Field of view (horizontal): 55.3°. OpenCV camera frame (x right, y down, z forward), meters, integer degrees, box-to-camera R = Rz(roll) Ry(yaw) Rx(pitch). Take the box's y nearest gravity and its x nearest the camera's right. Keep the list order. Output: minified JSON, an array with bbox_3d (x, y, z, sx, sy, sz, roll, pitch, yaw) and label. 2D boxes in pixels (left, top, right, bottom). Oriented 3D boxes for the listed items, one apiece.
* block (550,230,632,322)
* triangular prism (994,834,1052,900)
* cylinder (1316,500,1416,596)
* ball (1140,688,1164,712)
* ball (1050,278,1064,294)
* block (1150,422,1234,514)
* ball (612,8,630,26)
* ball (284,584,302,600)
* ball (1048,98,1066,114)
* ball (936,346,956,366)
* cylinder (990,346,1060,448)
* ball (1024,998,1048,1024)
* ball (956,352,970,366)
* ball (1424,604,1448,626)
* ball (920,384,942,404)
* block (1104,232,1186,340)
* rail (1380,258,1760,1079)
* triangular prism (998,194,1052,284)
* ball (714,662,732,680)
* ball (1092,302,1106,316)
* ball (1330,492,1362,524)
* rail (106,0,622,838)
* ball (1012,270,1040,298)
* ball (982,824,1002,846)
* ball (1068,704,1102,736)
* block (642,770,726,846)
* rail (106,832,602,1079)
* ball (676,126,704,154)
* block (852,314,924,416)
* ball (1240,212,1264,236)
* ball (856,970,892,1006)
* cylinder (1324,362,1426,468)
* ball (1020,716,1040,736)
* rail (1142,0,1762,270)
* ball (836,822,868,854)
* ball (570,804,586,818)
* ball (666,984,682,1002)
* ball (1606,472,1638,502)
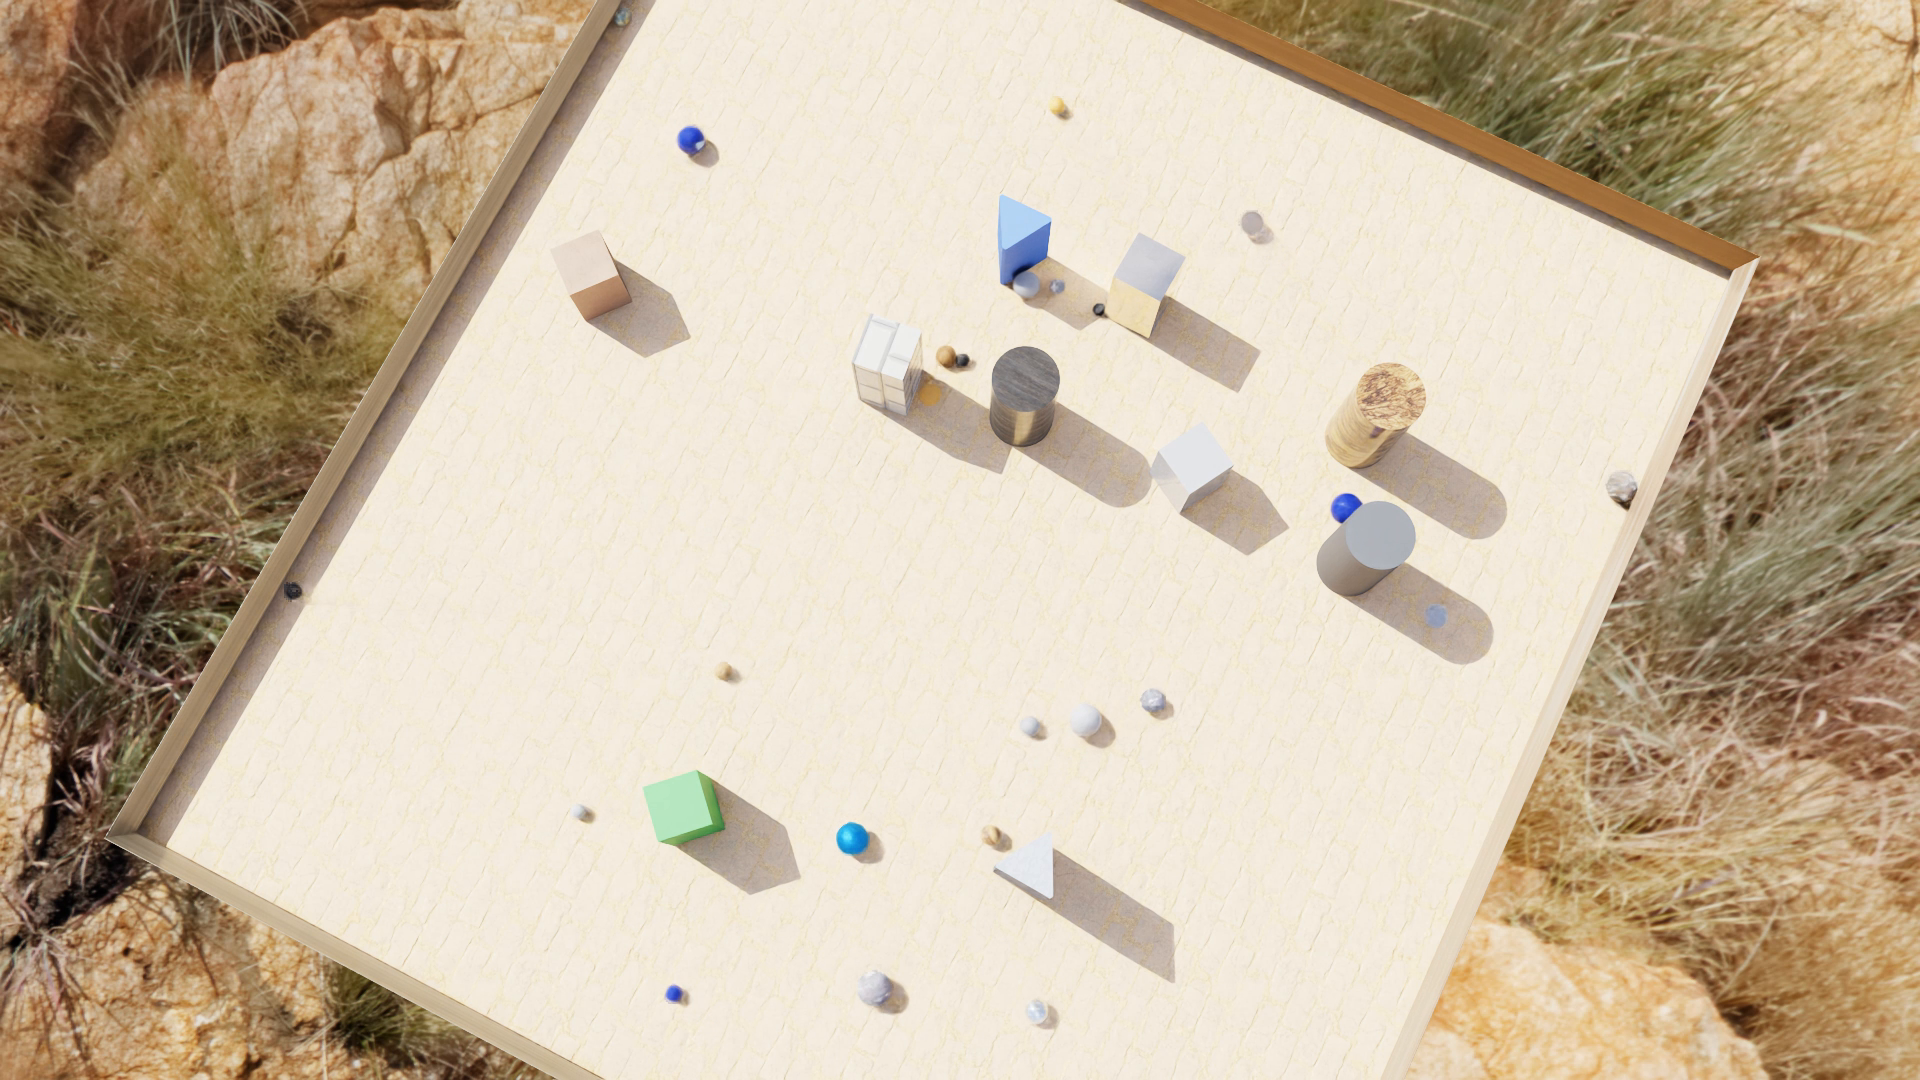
[{"bbox_3d":[-1.136,-0.814,5.658,0.160,0.248,0.160,-24,79,-5],"label":"block"},{"bbox_3d":[0.208,0.903,5.176,0.173,0.497,0.150,29,80,6],"label":"triangular prism"},{"bbox_3d":[1.188,0.030,5.388,0.200,0.435,0.200,0,78,0],"label":"cylinder"},{"bbox_3d":[0.575,0.480,5.481,0.071,0.071,0.071,0,78,0],"label":"ball"},{"bbox_3d":[0.304,-0.796,5.757,0.048,0.048,0.048,0,78,0],"label":"ball"},{"bbox_3d":[0.694,-0.215,5.522,0.160,0.273,0.160,-33,80,-6],"label":"block"},{"bbox_3d":[-1.098,-1.695,5.939,0.055,0.055,0.055,0,78,0],"label":"ball"},{"bbox_3d":[-2.023,0.156,5.560,0.049,0.049,0.049,0,78,0],"label":"ball"},{"bbox_3d":[0.311,-1.392,5.878,0.053,0.053,0.053,0,78,0],"label":"ball"},{"bbox_3d":[-0.043,-0.574,5.703,0.063,0.063,0.063,0,78,0],"label":"ball"},{"bbox_3d":[0.191,-0.426,5.501,0.200,0.400,0.200,0,78,0],"label":"cylinder"},{"bbox_3d":[0.219,1.361,5.297,0.074,0.074,0.074,0,78,0],"label":"ball"},{"bbox_3d":[0.008,-0.562,5.711,0.042,0.042,0.042,0,78,0],"label":"ball"},{"bbox_3d":[1.438,0.226,5.534,0.070,0.070,0.070,0,78,0],"label":"ball"},{"bbox_3d":[-0.090,-0.452,5.677,0.065,0.065,0.065,0,78,0],"label":"ball"},{"bbox_3d":[0.560,-0.771,5.591,0.160,0.363,0.160,29,80,6],"label":"block"},{"bbox_3d":[1.606,0.793,5.385,0.045,0.130,3.806,26,80,5],"label":"rail"},{"bbox_3d":[0.163,-0.945,5.652,0.173,0.314,0.150,-33,80,-6],"label":"triangular prism"},{"bbox_3d":[-0.711,0.393,5.509,0.052,0.052,0.052,0,78,0],"label":"ball"},{"bbox_3d":[0.437,-0.724,5.746,0.040,0.040,0.040,0,78,0],"label":"ball"},{"bbox_3d":[1.179,-0.095,5.585,0.100,0.100,0.100,0,78,0],"label":"ball"},{"bbox_3d":[-1.606,-0.779,5.711,0.045,0.130,3.806,26,80,5],"label":"rail"},{"bbox_3d":[0.208,-0.800,5.739,0.085,0.085,0.085,0,78,0],"label":"ball"},{"bbox_3d":[0.093,0.871,5.405,0.062,0.062,0.062,0,78,0],"label":"ball"},{"bbox_3d":[0.371,0.536,5.456,0.098,0.098,0.098,0,78,0],"label":"ball"},{"bbox_3d":[-0.796,0.778,5.303,0.160,0.299,0.160,-18,79,-4],"label":"block"},{"bbox_3d":[-0.840,1.653,5.207,3.638,0.130,0.045,26,80,5],"label":"rail"},{"bbox_3d":[-0.858,-1.272,5.834,0.090,0.090,0.090,0,78,0],"label":"ball"},{"bbox_3d":[-0.214,-0.524,5.526,0.160,0.389,0.160,19,79,4],"label":"block"},{"bbox_3d":[0.921,-1.001,5.786,0.074,0.074,0.074,0,78,0],"label":"ball"},{"bbox_3d":[-0.248,1.296,5.297,0.100,0.100,0.100,0,78,0],"label":"ball"},{"bbox_3d":[1.230,-0.364,5.455,0.200,0.464,0.200,0,78,0],"label":"cylinder"},{"bbox_3d":[0.208,0.554,5.472,0.059,0.059,0.059,0,78,0],"label":"ball"},{"bbox_3d":[0.840,-1.639,5.889,3.638,0.130,0.045,26,80,5],"label":"rail"},{"bbox_3d":[-0.317,0.877,5.387,0.095,0.095,0.095,0,78,0],"label":"ball"},{"bbox_3d":[-1.129,0.803,5.427,0.047,0.047,0.047,0,78,0],"label":"ball"},{"bbox_3d":[-0.830,1.315,5.318,0.051,0.051,0.051,0,78,0],"label":"ball"},{"bbox_3d":[2.024,-0.164,5.604,0.091,0.091,0.091,0,78,0],"label":"ball"}]
